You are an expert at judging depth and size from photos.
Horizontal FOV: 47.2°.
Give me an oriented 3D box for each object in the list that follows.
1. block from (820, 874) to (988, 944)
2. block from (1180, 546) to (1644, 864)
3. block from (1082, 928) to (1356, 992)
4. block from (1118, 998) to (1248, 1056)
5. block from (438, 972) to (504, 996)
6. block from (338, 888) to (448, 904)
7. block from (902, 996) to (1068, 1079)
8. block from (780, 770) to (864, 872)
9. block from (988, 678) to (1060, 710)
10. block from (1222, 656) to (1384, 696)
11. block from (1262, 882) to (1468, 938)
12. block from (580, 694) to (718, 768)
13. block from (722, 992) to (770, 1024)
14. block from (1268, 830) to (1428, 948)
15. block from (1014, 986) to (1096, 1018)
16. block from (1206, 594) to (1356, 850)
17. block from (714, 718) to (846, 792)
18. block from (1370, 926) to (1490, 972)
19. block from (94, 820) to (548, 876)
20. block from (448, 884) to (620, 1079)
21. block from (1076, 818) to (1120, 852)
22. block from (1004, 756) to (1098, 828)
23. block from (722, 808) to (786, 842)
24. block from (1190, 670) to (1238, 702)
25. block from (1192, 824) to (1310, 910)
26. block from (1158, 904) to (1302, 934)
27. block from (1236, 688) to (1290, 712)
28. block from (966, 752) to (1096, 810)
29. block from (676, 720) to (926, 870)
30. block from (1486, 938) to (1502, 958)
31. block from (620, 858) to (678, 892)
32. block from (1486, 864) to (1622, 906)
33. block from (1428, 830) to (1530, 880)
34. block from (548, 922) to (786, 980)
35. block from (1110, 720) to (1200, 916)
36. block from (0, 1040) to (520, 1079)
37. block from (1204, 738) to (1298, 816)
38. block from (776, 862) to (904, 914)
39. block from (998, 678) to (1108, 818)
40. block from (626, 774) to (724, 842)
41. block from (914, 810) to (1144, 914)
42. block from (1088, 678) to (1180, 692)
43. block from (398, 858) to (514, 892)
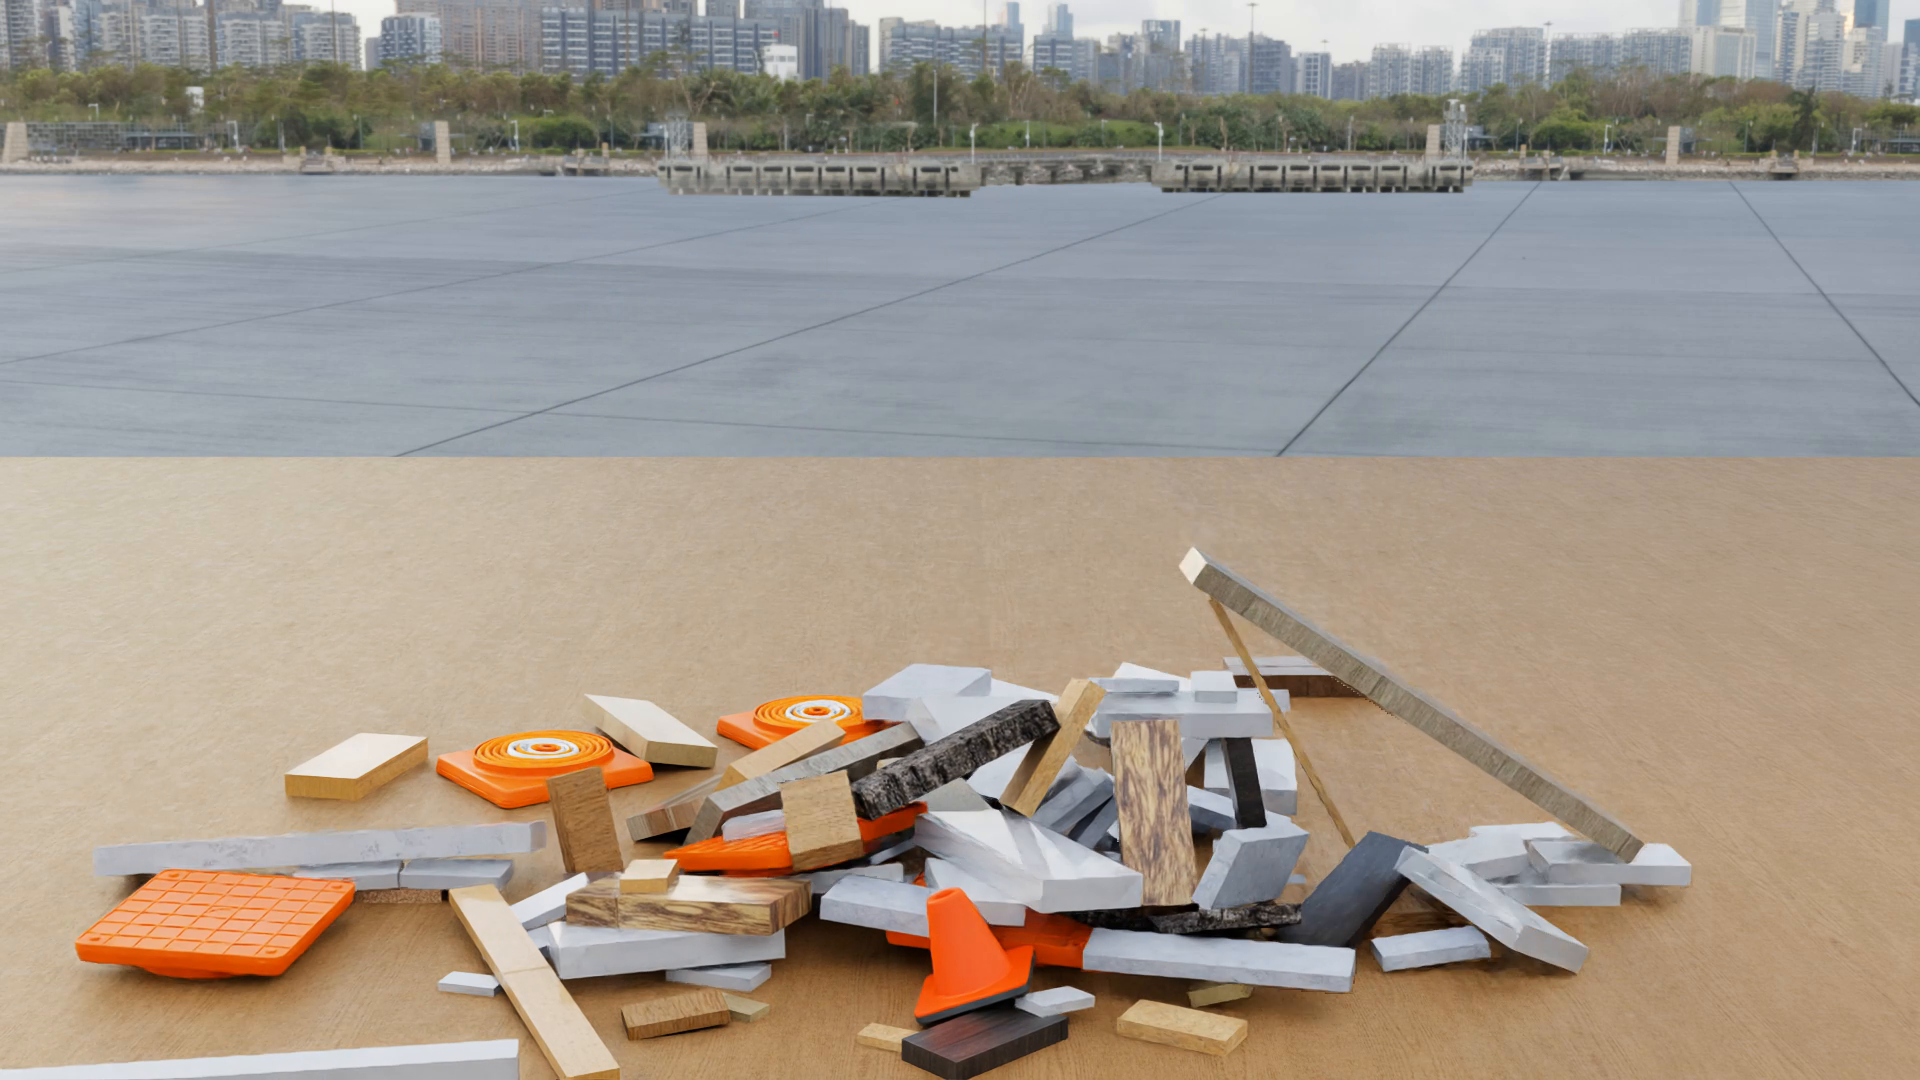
[{"bbox_3d":[-0.079,0.561,3.345,0.240,0.034,0.120,7,10,15],"label":"block"},{"bbox_3d":[0.743,0.271,3.624,0.874,0.042,0.148,32,8,-8],"label":"block"},{"bbox_3d":[0.376,0.610,3.198,0.386,0.025,0.087,2,17,15],"label":"block"},{"bbox_3d":[0.312,0.685,3.092,0.163,0.023,0.081,6,12,28],"label":"block"},{"bbox_3d":[-0.722,0.659,3.263,0.091,0.013,0.045,3,11,15],"label":"block"},{"bbox_3d":[-0.939,0.579,3.664,0.171,0.024,0.086,0,11,1],"label":"block"},{"bbox_3d":[0.036,0.690,3.044,0.217,0.031,0.108,-10,14,-43],"label":"block"},{"bbox_3d":[-0.217,0.437,3.442,0.110,0.031,0.220,-12,24,-4],"label":"block"},{"bbox_3d":[0.049,0.353,4.805,0.178,0.050,0.356,-9,14,-41],"label":"block"},{"bbox_3d":[0.790,0.312,5.029,0.356,0.050,0.178,0,11,-1],"label":"block"},{"bbox_3d":[0.648,0.594,3.533,0.295,0.042,0.148,-1,11,-4],"label":"block"},{"bbox_3d":[-0.645,0.391,4.533,0.149,0.042,0.412,9,5,-29],"label":"block"},{"bbox_3d":[-0.325,0.675,3.176,0.091,0.013,0.045,7,12,32],"label":"block"},{"bbox_3d":[0.612,0.569,3.460,0.102,0.029,0.418,14,25,29],"label":"block"},{"bbox_3d":[0.135,0.655,3.123,0.108,0.015,0.054,1,7,-44],"label":"block"},{"bbox_3d":[0.553,0.338,3.626,0.014,0.581,0.049,-30,9,4],"label":"block"},{"bbox_3d":[-0.345,0.443,3.984,0.049,0.173,0.346,37,23,16],"label":"block"},{"bbox_3d":[0.717,0.623,3.358,0.163,0.023,0.081,-8,9,-1],"label":"block"},{"bbox_3d":[-1.070,0.519,3.711,0.716,0.047,0.167,-3,-5,-1],"label":"block"},{"bbox_3d":[-0.638,0.644,3.239,0.072,0.020,0.712,-5,14,-25],"label":"block"},{"bbox_3d":[0.267,0.507,3.878,0.110,0.031,0.220,16,10,-25],"label":"block"},{"bbox_3d":[0.151,0.420,3.731,0.121,0.034,0.336,-37,5,-2],"label":"block"},{"bbox_3d":[-0.302,0.466,3.651,0.175,0.025,0.087,-10,1,3],"label":"block"},{"bbox_3d":[0.424,0.245,3.676,0.069,0.020,0.139,1,10,3],"label":"block"},{"bbox_3d":[0.453,0.504,3.399,0.033,0.117,0.286,29,10,28],"label":"block"},{"bbox_3d":[0.407,0.571,3.308,0.204,0.029,0.102,5,-16,-40],"label":"block"},{"bbox_3d":[0.504,0.332,4.444,0.153,0.043,0.305,-8,3,-35],"label":"block"},{"bbox_3d":[0.124,0.444,3.952,0.235,0.033,0.117,7,40,42],"label":"block"},{"bbox_3d":[-0.263,0.455,3.975,0.043,0.153,0.629,40,29,23],"label":"block"},{"bbox_3d":[0.784,0.631,3.403,0.097,0.014,0.049,0,10,6],"label":"block"},{"bbox_3d":[-0.483,0.521,3.418,0.072,0.020,0.144,-2,3,0],"label":"block"},{"bbox_3d":[0.965,0.574,3.665,0.237,0.034,0.118,0,11,0],"label":"block"},{"bbox_3d":[0.825,0.541,3.681,0.237,0.034,0.118,-12,10,9],"label":"block"},{"bbox_3d":[-0.446,0.607,3.333,0.334,0.047,0.167,-3,4,-16],"label":"block"},{"bbox_3d":[0.302,0.429,3.430,0.108,0.031,0.334,-2,52,-1],"label":"block"},{"bbox_3d":[-0.891,0.701,2.591,0.733,0.173,0.049,-2,13,-9],"label":"block"},{"bbox_3d":[0.561,0.455,4.261,0.171,0.049,0.343,1,11,7],"label":"block"},{"bbox_3d":[-0.209,0.560,3.502,0.240,0.034,0.120,-6,-24,-2],"label":"block"},{"bbox_3d":[0.150,0.340,3.607,0.034,0.241,0.121,33,-8,-8],"label":"block"},{"bbox_3d":[-0.465,0.475,4.036,0.149,0.042,0.299,-17,2,28],"label":"block"},{"bbox_3d":[0.098,0.491,3.392,0.171,0.049,0.411,2,7,-28],"label":"block"},{"bbox_3d":[0.290,0.241,3.668,0.139,0.020,0.069,2,-2,-12],"label":"block"},{"bbox_3d":[-0.836,0.556,3.656,0.171,0.024,0.086,1,11,4],"label":"block"}]
